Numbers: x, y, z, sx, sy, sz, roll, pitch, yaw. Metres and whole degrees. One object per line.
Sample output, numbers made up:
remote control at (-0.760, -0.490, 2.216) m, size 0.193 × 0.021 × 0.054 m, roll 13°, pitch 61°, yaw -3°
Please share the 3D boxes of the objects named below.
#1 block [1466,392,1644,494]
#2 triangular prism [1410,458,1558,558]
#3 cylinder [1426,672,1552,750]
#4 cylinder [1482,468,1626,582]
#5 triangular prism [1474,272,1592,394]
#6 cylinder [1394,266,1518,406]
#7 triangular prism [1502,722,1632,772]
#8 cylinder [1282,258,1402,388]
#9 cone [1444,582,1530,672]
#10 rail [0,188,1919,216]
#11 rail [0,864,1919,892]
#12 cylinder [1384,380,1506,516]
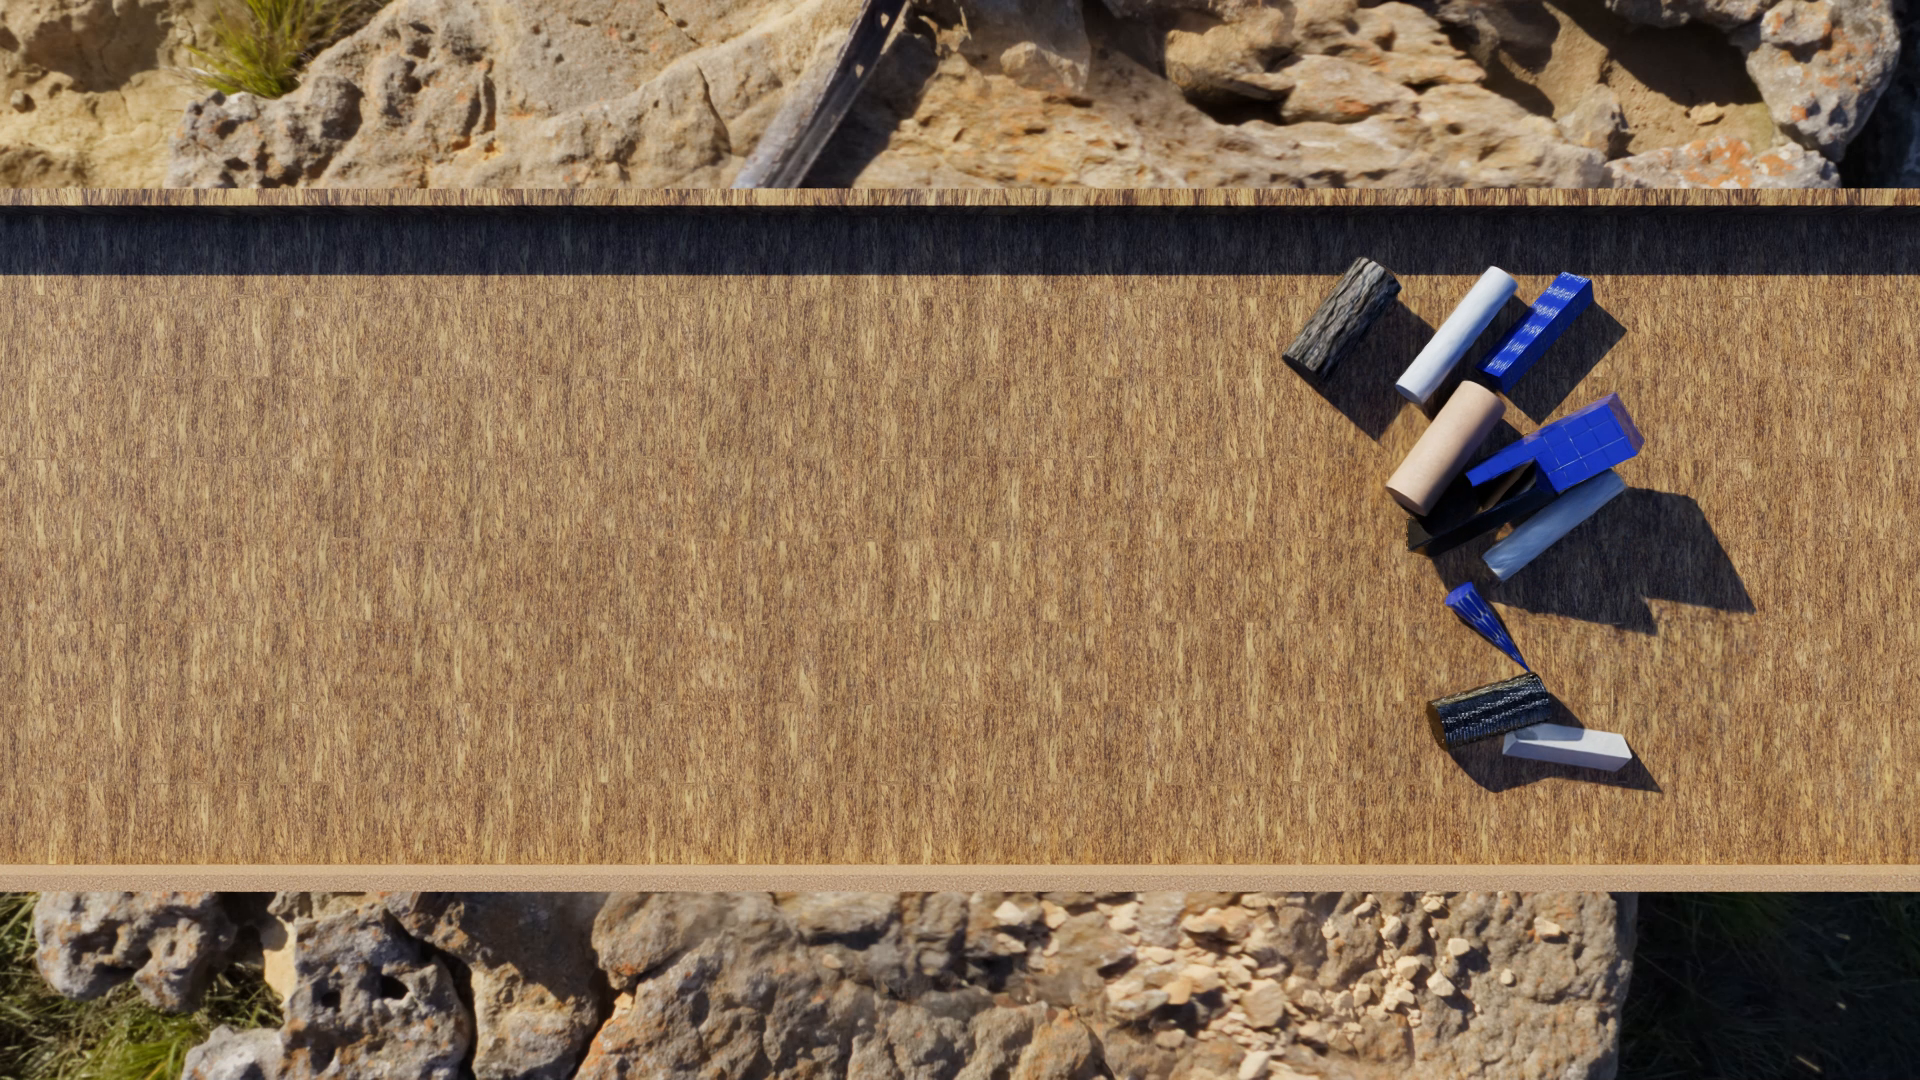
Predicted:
block at (1.759, -0.242, 4.884) m, size 0.450 × 0.169 × 0.169 m, roll -30°, pitch 90°, yaw 33°
triangular prism at (1.532, -0.077, 4.890) m, size 0.431 × 0.117 × 0.135 m, roll -31°, pitch 89°, yaw 36°
cylinder at (1.601, 0.518, 4.999) m, size 0.327 × 0.156 × 0.156 m, roll -16°, pitch 90°, yaw 0°
cylinder at (1.786, -0.054, 4.966) m, size 0.449 × 0.103 × 0.103 m, roll -41°, pitch 90°, yaw 16°
triangular prism at (1.764, -0.635, 5.019) m, size 0.125 × 0.108 × 0.401 m, roll 43°, pitch 90°, yaw 0°
cylinder at (1.512, -0.620, 5.024) m, size 0.106 × 0.106 × 0.459 m, roll 39°, pitch 90°, yaw 0°
triangular prism at (1.853, 0.630, 5.025) m, size 0.353 × 0.098 × 0.113 m, roll 9°, pitch 90°, yaw 0°
cylinder at (1.157, -0.657, 4.996) m, size 0.161 × 0.161 × 0.373 m, roll 38°, pitch 90°, yaw 0°
cone at (1.642, 0.290, 5.051) m, size 0.103 × 0.103 × 0.359 m, roll -44°, pitch 98°, yaw 0°
rail at (-2.247, -1.025, 5.002) m, size 12.000 × 0.150 × 0.050 m, roll 0°, pitch 90°, yaw 0°
rail at (-2.247, 1.025, 5.001) m, size 12.000 × 0.150 × 0.050 m, roll 0°, pitch 90°, yaw 0°
cylinder at (1.470, -0.278, 4.999) m, size 0.154 × 0.154 × 0.399 m, roll 37°, pitch 90°, yaw 0°
